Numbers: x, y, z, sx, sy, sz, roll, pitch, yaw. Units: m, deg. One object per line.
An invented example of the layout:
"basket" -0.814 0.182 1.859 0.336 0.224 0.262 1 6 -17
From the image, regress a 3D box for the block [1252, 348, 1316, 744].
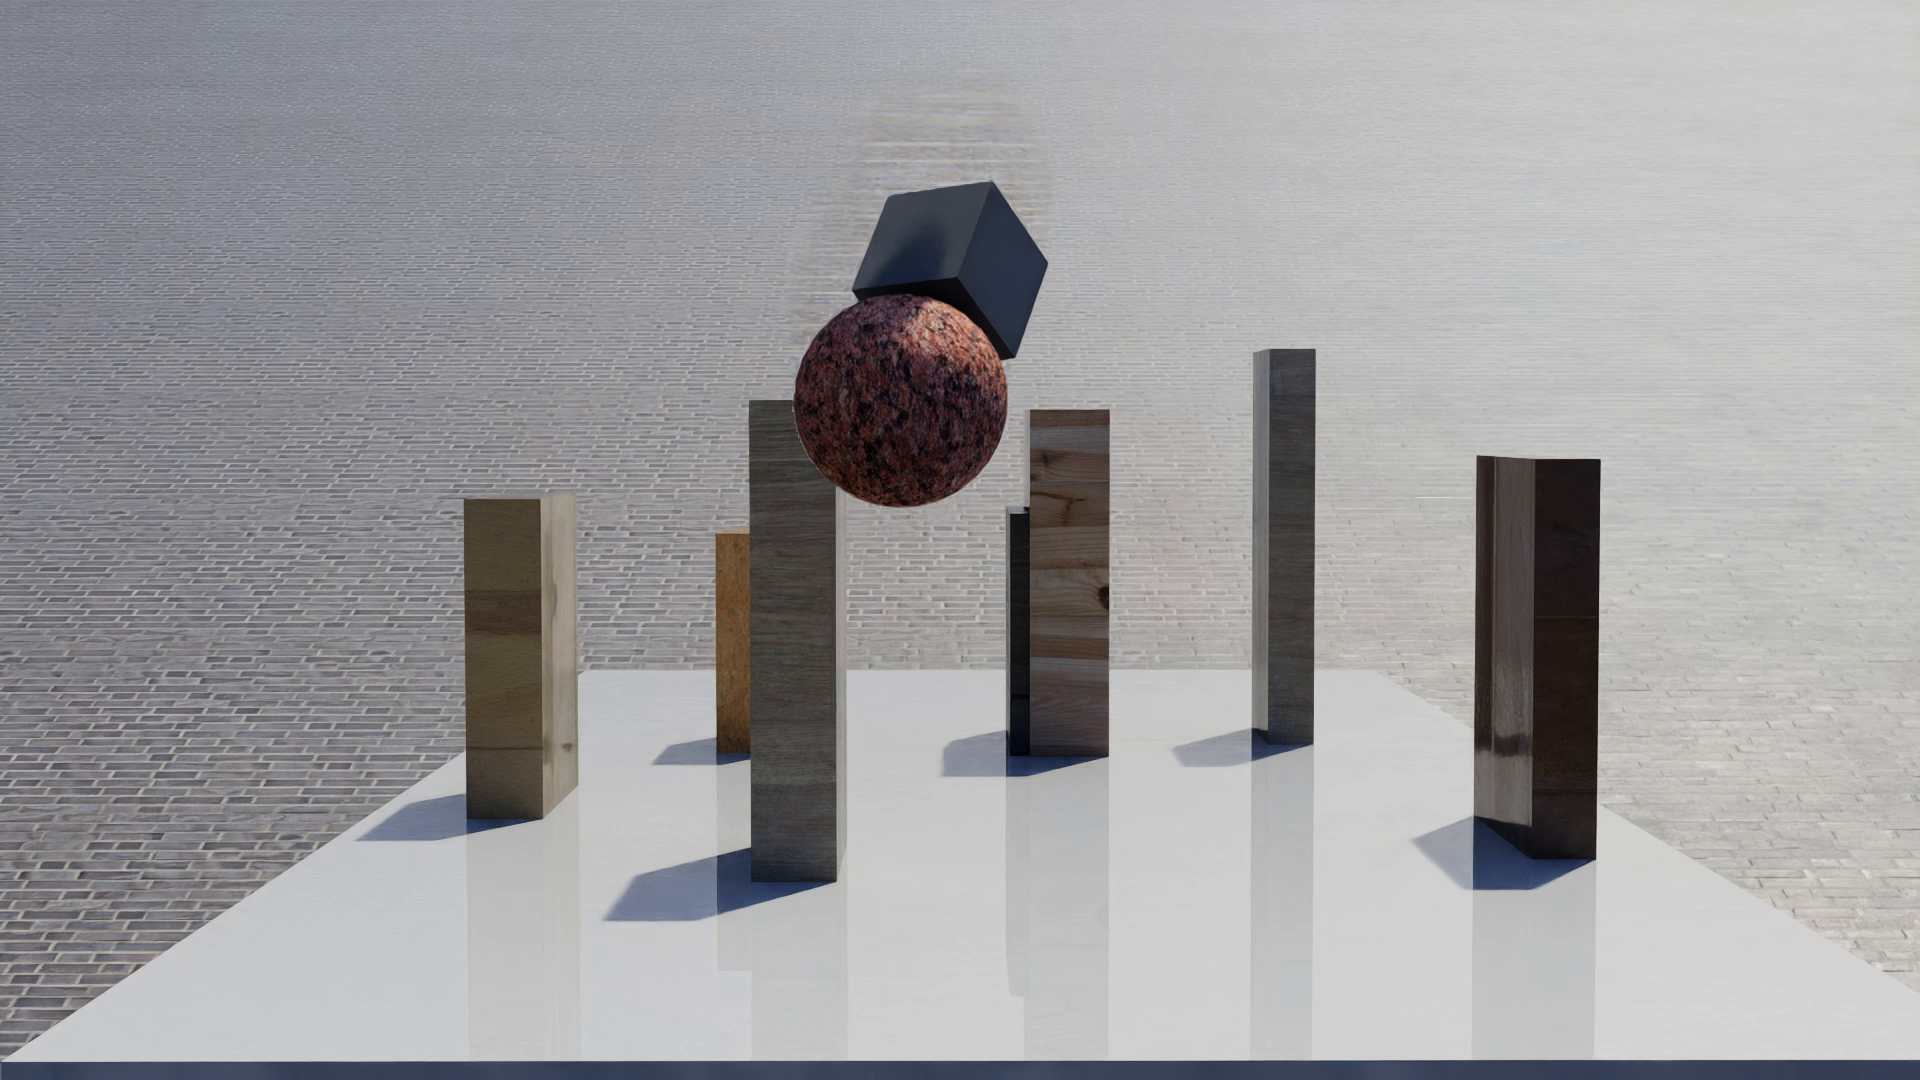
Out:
"block" 0.645 0.008 5.143 0.090 0.771 0.277 0 3 0

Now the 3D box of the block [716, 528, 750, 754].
"block" -0.400 0.190 5.032 0.128 0.418 0.290 0 3 0

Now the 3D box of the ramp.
"ramp" 0.052 0.472 4.535 2.000 0.100 4.000 0 3 0

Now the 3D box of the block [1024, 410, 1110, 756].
"block" 0.205 0.072 5.035 0.149 0.652 0.419 0 3 0

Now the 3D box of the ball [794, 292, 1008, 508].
"ball" -0.053 -0.127 2.342 0.195 0.195 0.195 0 23 0

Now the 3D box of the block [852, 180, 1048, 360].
"block" -0.008 -0.249 2.429 0.117 0.117 0.117 -3 53 33

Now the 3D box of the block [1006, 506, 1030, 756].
"block" 0.144 0.169 5.049 0.101 0.457 0.421 0 3 0

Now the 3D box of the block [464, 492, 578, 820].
"block" -0.723 0.180 4.263 0.122 0.508 0.385 0 3 0

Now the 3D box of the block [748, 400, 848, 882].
"block" -0.228 0.132 3.671 0.117 0.659 0.330 0 3 0

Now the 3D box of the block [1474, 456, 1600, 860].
"block" 0.868 0.162 3.894 0.094 0.576 0.415 0 3 0
